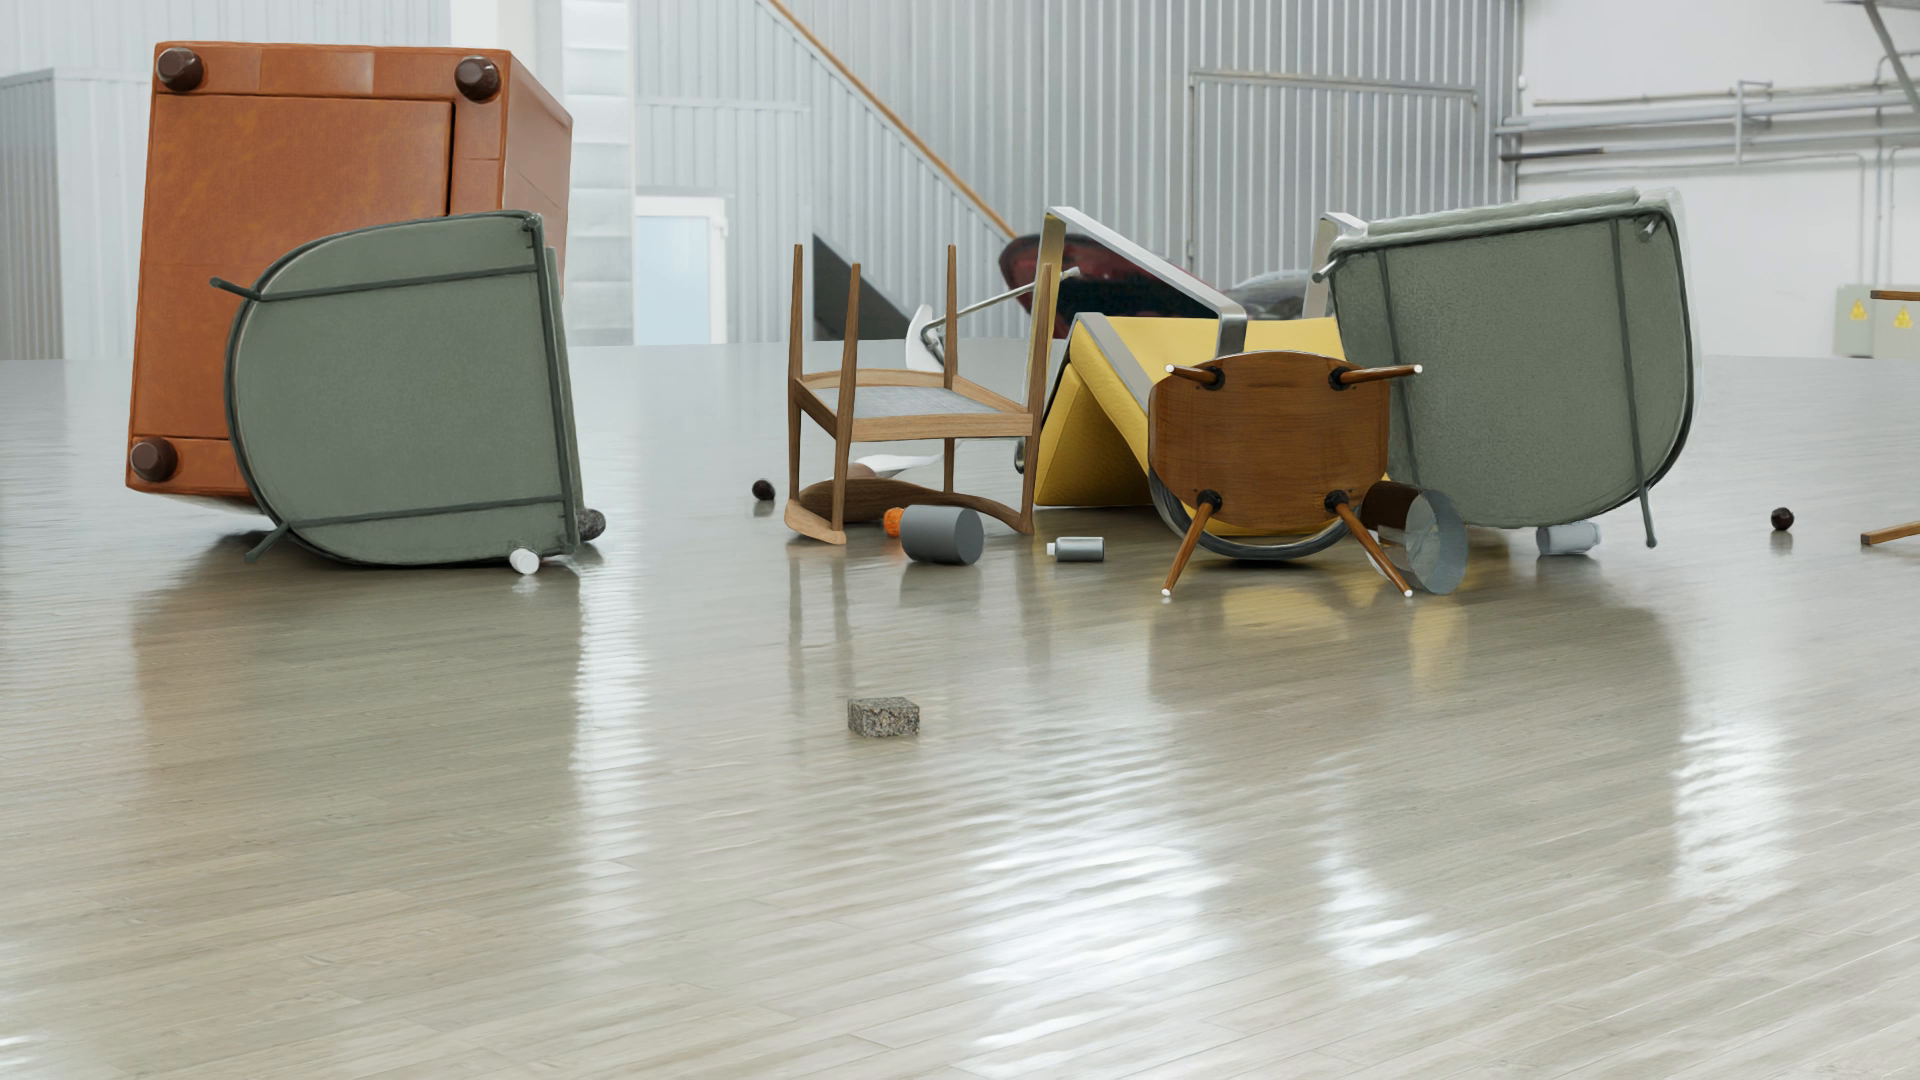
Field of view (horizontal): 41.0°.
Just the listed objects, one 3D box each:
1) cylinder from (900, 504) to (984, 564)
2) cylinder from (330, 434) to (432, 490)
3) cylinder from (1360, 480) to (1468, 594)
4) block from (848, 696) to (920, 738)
[{"bbox_3d":[-0.042,-0.012,5.894,0.152,0.137,0.114,4,37,34],"label":"cylinder"},{"bbox_3d":[-1.811,-0.245,8.027,0.318,0.157,0.298,3,7,27],"label":"cylinder"},{"bbox_3d":[0.957,-0.008,5.418,0.135,0.223,0.248,-14,9,-11],"label":"cylinder"},{"bbox_3d":[-0.111,0.257,3.720,0.083,0.041,0.091,-2,6,-17],"label":"block"}]
